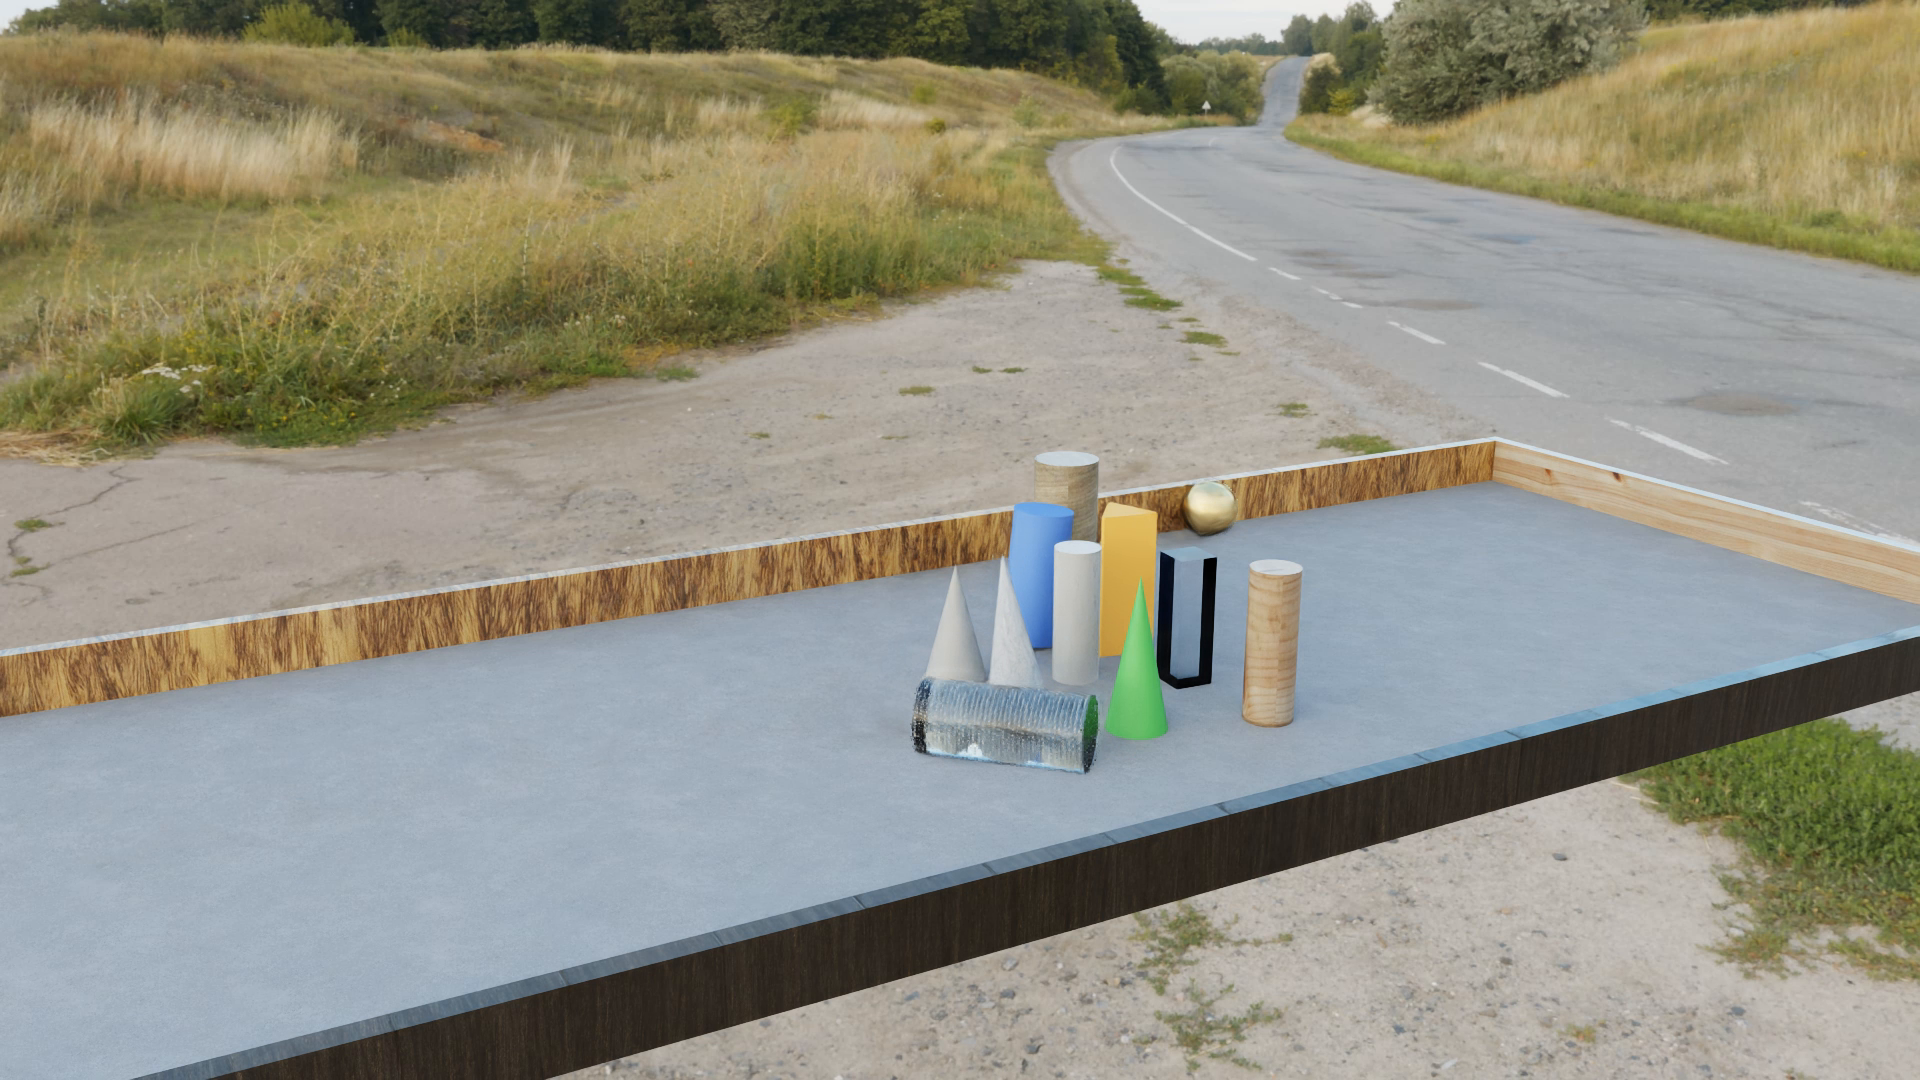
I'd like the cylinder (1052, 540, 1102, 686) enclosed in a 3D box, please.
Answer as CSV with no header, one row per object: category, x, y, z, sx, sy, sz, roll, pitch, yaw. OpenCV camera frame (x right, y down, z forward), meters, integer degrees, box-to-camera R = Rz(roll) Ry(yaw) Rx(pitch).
cylinder,0.292,0.182,4.128,0.118,0.343,0.118,0,16,0

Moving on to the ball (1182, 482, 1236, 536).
ball,0.814,-0.103,5.392,0.177,0.177,0.177,0,16,0

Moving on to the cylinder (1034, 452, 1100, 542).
cylinder,0.295,-0.013,4.616,0.178,0.441,0.178,0,16,0

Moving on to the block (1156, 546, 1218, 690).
block,0.563,0.193,4.109,0.101,0.331,0.101,-7,18,-23

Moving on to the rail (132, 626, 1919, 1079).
rail,-2.336,1.006,1.665,12.000,0.150,0.050,-9,18,-27

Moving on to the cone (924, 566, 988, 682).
cone,-0.011,0.206,4.110,0.161,0.308,0.161,0,16,0

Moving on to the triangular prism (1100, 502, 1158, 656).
triangular prism,0.417,0.100,4.345,0.153,0.378,0.132,-5,17,-18

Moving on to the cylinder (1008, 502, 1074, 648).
cylinder,0.205,0.092,4.384,0.159,0.356,0.159,5,14,-1

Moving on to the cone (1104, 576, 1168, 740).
cone,0.413,0.260,3.811,0.148,0.372,0.148,0,16,0

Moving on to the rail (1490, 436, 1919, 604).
rail,2.466,-0.048,5.253,0.050,0.150,2.100,-9,18,-27

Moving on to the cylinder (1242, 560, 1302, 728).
cylinder,0.731,0.242,3.866,0.122,0.374,0.122,0,16,0

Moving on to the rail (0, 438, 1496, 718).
rail,-3.305,0.497,3.399,12.000,0.150,0.050,-9,18,-27

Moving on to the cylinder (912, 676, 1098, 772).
cylinder,0.102,0.408,3.663,0.381,0.171,0.171,5,17,16

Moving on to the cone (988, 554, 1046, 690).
cone,0.119,0.216,3.901,0.157,0.386,0.157,-6,11,1
